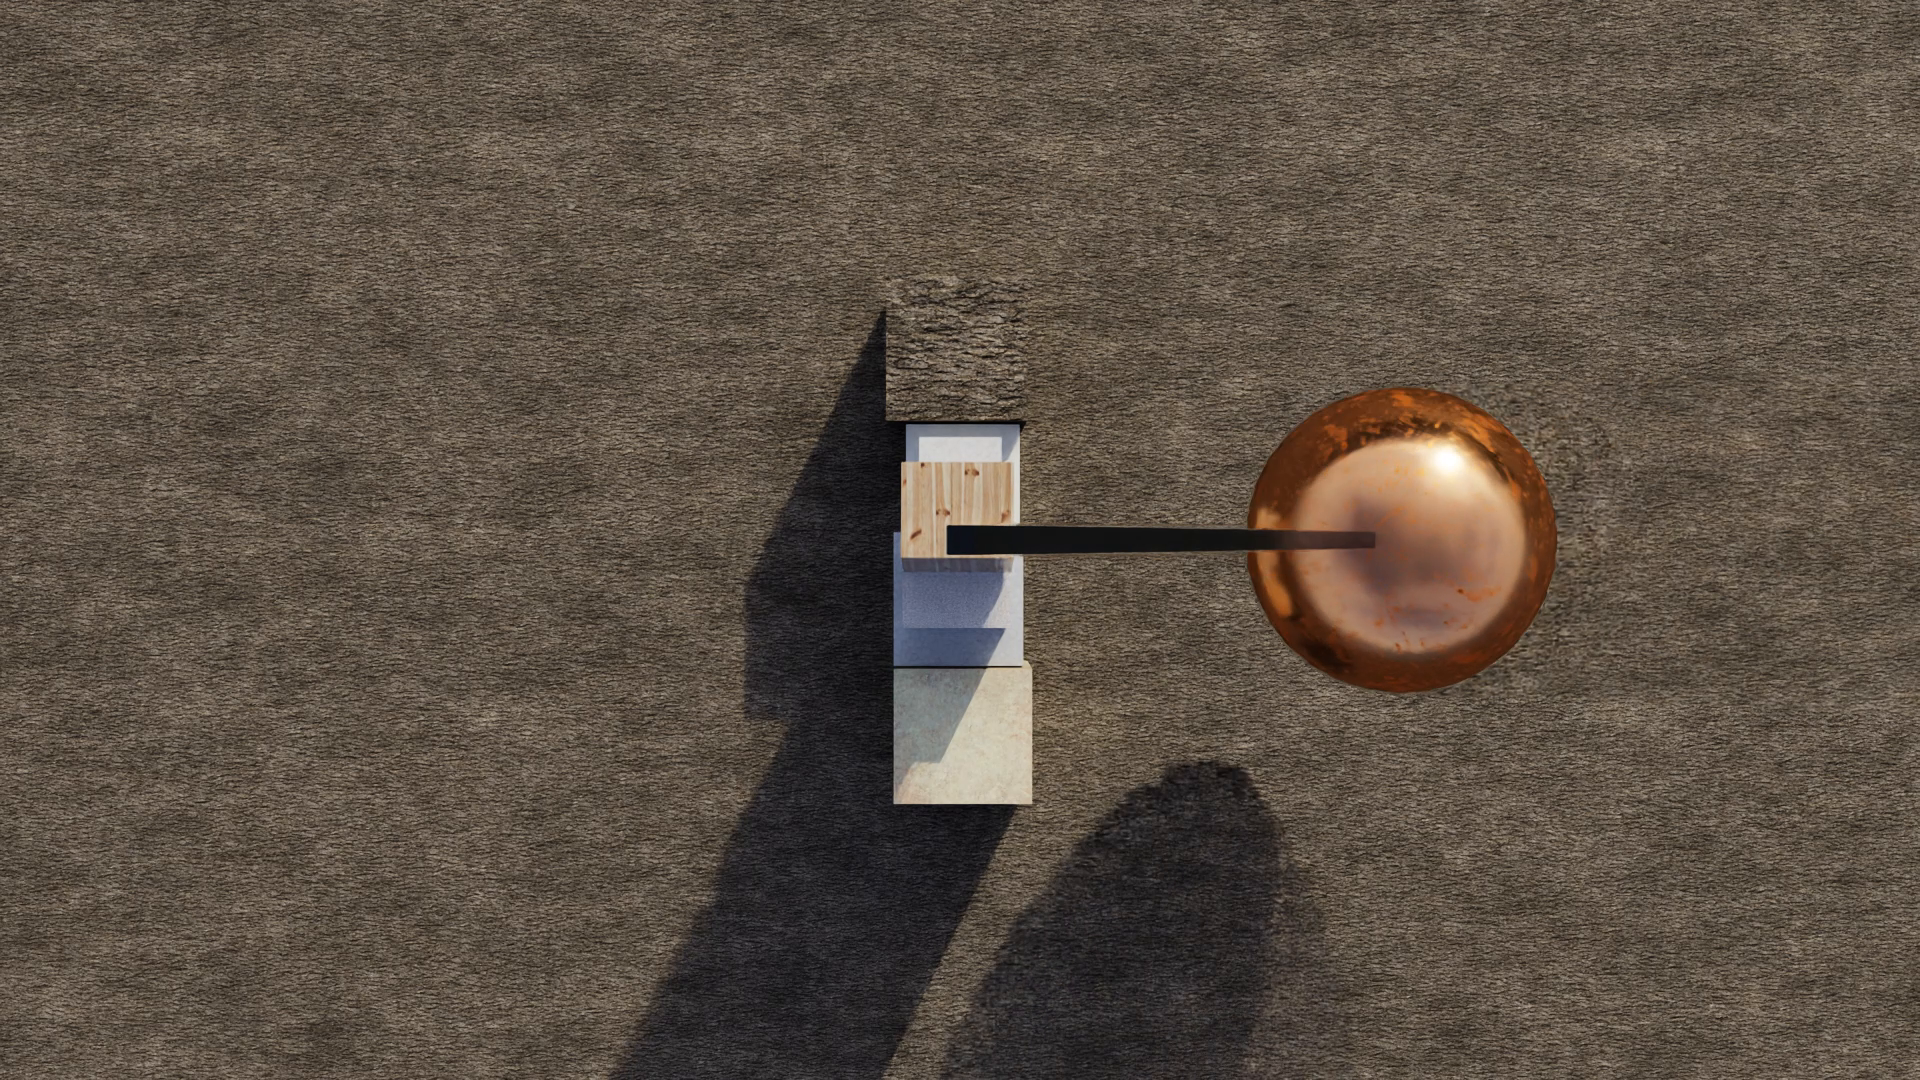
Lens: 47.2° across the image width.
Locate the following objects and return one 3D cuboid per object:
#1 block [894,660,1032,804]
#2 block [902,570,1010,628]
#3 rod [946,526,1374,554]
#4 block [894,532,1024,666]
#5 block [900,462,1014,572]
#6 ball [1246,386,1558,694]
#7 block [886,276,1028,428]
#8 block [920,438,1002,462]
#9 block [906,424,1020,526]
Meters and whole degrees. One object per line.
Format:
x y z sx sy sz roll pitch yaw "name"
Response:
0.016 1.087 12.579 0.766 0.842 0.746 0 90 0 "block"
-0.019 0.227 12.044 0.576 0.499 0.490 0 90 0 "block"
0.994 0.000 8.352 0.080 5.200 0.080 0 90 22 "rod"
-0.009 0.330 12.647 0.724 0.707 0.748 0 90 0 "block"
-0.012 -0.114 11.517 0.577 0.534 0.497 0 81 0 "block"
2.295 0.000 11.493 1.600 1.600 1.600 0 90 0 "ball"
-0.018 -1.060 12.586 0.785 0.829 0.799 0 90 0 "block"
0.002 -0.293 12.078 0.445 0.510 0.444 0 80 0 "block"
0.016 -0.352 12.684 0.639 0.632 0.598 0 90 0 "block"
